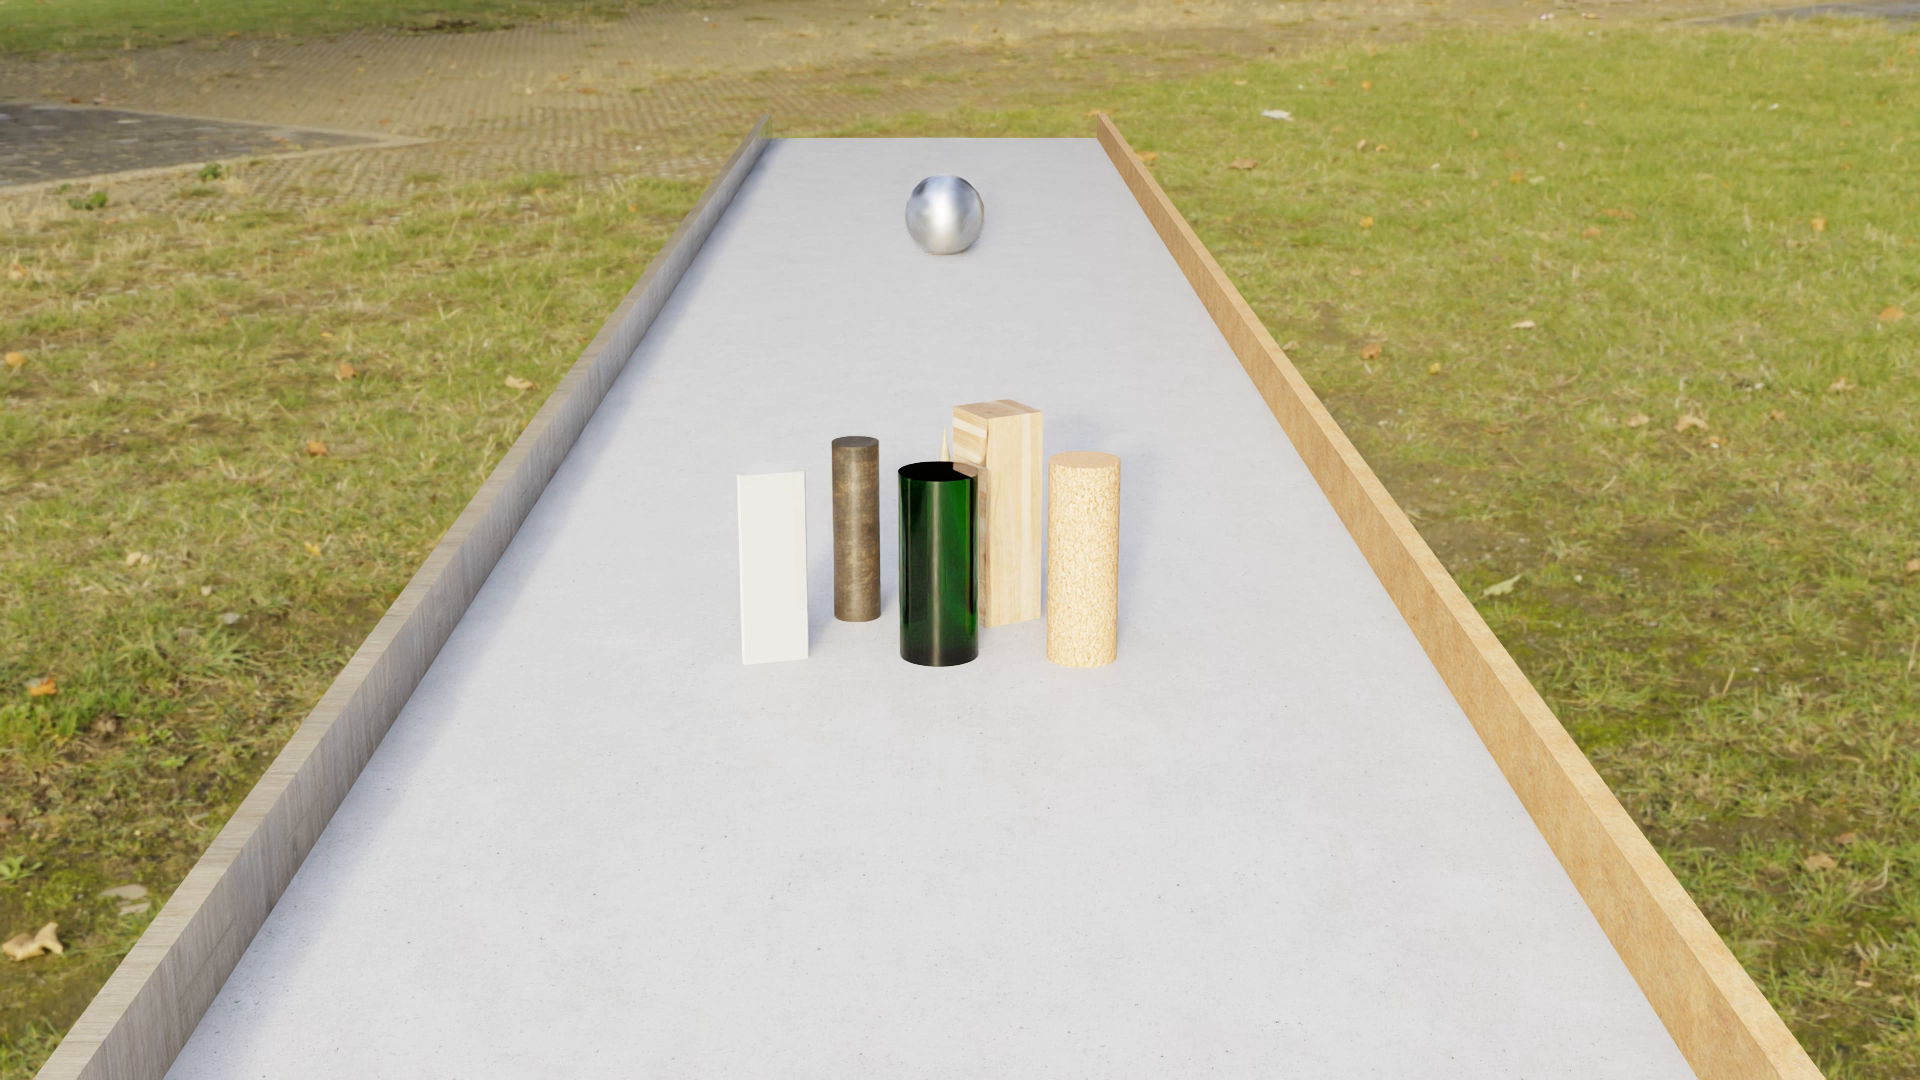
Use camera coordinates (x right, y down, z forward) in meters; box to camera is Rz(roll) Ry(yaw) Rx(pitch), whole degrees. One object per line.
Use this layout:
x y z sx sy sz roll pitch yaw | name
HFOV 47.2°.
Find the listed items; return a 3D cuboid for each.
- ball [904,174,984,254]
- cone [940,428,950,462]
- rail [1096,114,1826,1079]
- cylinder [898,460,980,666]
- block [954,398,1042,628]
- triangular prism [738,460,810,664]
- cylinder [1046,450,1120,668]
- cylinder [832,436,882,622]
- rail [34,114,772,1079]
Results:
-0.064 -1.367 9.235 0.336 0.336 0.336 0 17 0 | ball
-0.033 -0.079 4.868 0.116 0.356 0.116 0 17 0 | cone
0.932 -0.844 7.801 0.050 0.150 12.000 0 17 -1 | rail
-0.042 0.047 4.400 0.161 0.381 0.161 0 17 0 | cylinder
0.078 -0.057 4.629 0.135 0.450 0.135 -9 19 -29 | block
-0.385 0.040 4.408 0.134 0.390 0.116 -5 17 -16 | triangular prism
0.245 0.038 4.381 0.142 0.409 0.142 0 17 0 | cylinder
-0.218 -0.023 4.635 0.100 0.381 0.100 0 17 0 | cylinder
-1.118 -0.838 7.780 0.050 0.150 12.000 0 17 -1 | rail
